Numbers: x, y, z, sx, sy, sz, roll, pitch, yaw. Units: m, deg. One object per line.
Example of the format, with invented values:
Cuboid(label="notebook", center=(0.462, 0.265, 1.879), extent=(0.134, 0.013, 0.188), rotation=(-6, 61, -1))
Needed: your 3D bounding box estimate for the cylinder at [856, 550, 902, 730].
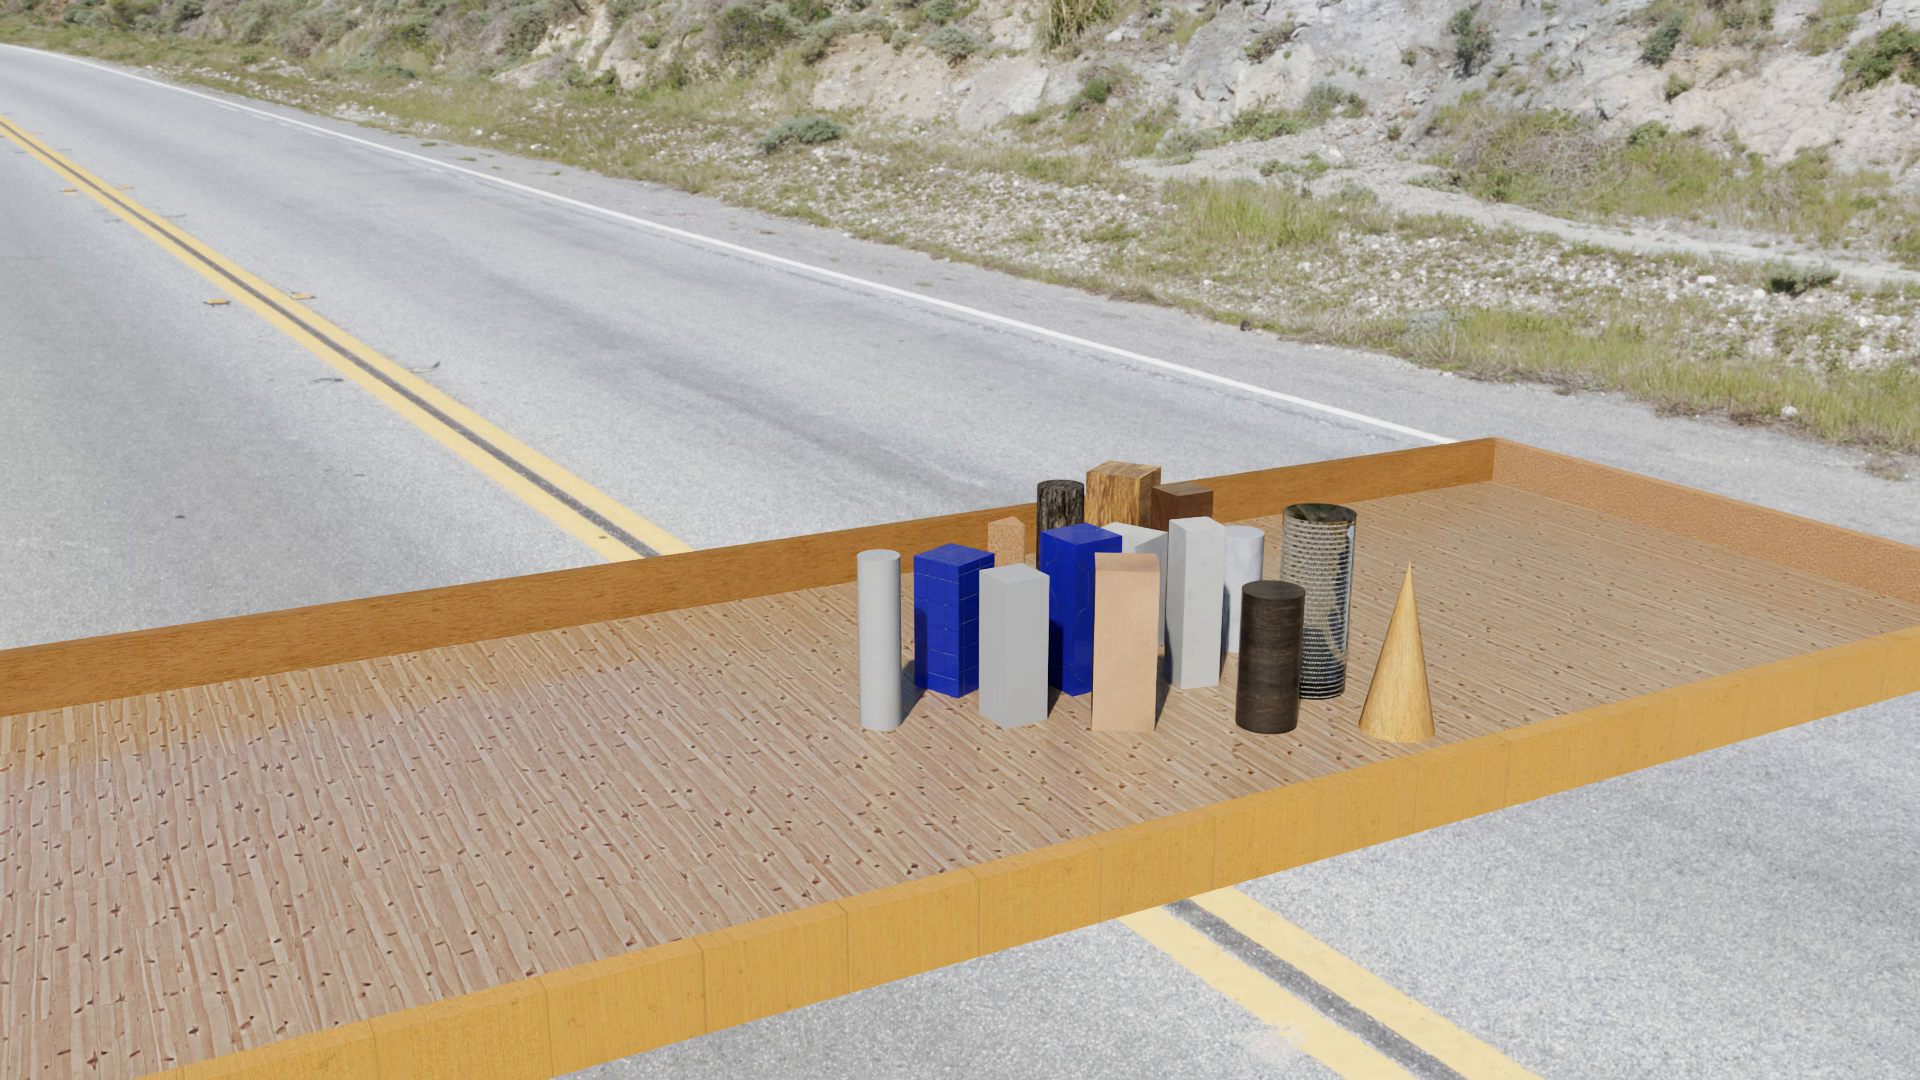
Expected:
Cuboid(label="cylinder", center=(-0.186, 0.233, 3.833), extent=(0.100, 0.412, 0.100), rotation=(0, 16, 0))

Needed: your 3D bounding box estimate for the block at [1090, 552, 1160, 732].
Cuboid(label="block", center=(0.384, 0.238, 3.852), extent=(0.145, 0.391, 0.145), rotation=(1, 16, 3))

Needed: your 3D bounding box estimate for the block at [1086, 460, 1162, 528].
Cuboid(label="block", center=(0.475, -0.032, 4.822), extent=(0.165, 0.361, 0.165), rotation=(9, 18, 27))

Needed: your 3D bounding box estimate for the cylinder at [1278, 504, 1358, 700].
Cuboid(label="cylinder", center=(0.870, 0.150, 4.048), extent=(0.176, 0.450, 0.176), rotation=(0, 16, 0))

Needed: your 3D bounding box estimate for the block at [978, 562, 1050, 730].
Cuboid(label="block", center=(0.126, 0.248, 3.877), extent=(0.118, 0.358, 0.118), rotation=(-9, 19, -28))

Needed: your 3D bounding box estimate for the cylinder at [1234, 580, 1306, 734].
Cuboid(label="cylinder", center=(0.722, 0.272, 3.845), extent=(0.145, 0.329, 0.145), rotation=(0, 16, 0))

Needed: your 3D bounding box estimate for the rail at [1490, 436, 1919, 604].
Cuboid(label="rail", center=(2.466, -0.048, 5.253), extent=(0.050, 0.150, 2.100), rotation=(-9, 18, -27))

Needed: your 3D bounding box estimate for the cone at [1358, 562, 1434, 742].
Cuboid(label="cone", center=(1.021, 0.242, 3.802), extent=(0.174, 0.411, 0.174), rotation=(0, 16, 0))

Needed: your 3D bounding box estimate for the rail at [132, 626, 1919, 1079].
Cuboid(label="rail", center=(-2.336, 1.006, 1.665), extent=(12.000, 0.150, 0.050), rotation=(-9, 18, -27))

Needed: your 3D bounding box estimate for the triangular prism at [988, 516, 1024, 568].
Cuboid(label="triangular prism", center=(0.131, 0.114, 4.359), extent=(0.098, 0.343, 0.085), rotation=(4, 17, 14))

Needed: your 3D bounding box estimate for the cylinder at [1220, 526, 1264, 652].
Cuboid(label="cylinder", center=(0.734, 0.129, 4.360), extent=(0.125, 0.313, 0.125), rotation=(0, 16, 0))

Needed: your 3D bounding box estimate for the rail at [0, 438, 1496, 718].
Cuboid(label="rail", center=(-3.305, 0.497, 3.399), extent=(12.000, 0.150, 0.050), rotation=(-9, 18, -27))

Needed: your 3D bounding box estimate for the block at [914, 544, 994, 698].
Cuboid(label="block", center=(-0.014, 0.198, 4.082), extent=(0.141, 0.338, 0.141), rotation=(13, 21, 37))

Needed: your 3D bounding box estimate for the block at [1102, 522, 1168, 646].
Cuboid(label="block", center=(0.429, 0.134, 4.347), extent=(0.165, 0.312, 0.165), rotation=(12, 20, 36))

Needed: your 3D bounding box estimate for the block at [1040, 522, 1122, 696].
Cuboid(label="block", center=(0.297, 0.170, 4.086), extent=(0.143, 0.388, 0.143), rotation=(-11, 20, -33))

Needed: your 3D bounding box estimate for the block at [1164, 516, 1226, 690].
Cuboid(label="block", center=(0.581, 0.156, 4.094), extent=(0.103, 0.411, 0.103), rotation=(-5, 17, -17))

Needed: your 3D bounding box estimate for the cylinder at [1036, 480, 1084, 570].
Cuboid(label="cylinder", center=(0.277, 0.029, 4.591), extent=(0.130, 0.375, 0.130), rotation=(0, 16, 0))

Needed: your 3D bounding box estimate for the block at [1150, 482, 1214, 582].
Cuboid(label="block", center=(0.615, 0.031, 4.611), extent=(0.122, 0.360, 0.122), rotation=(-9, 19, -28))
